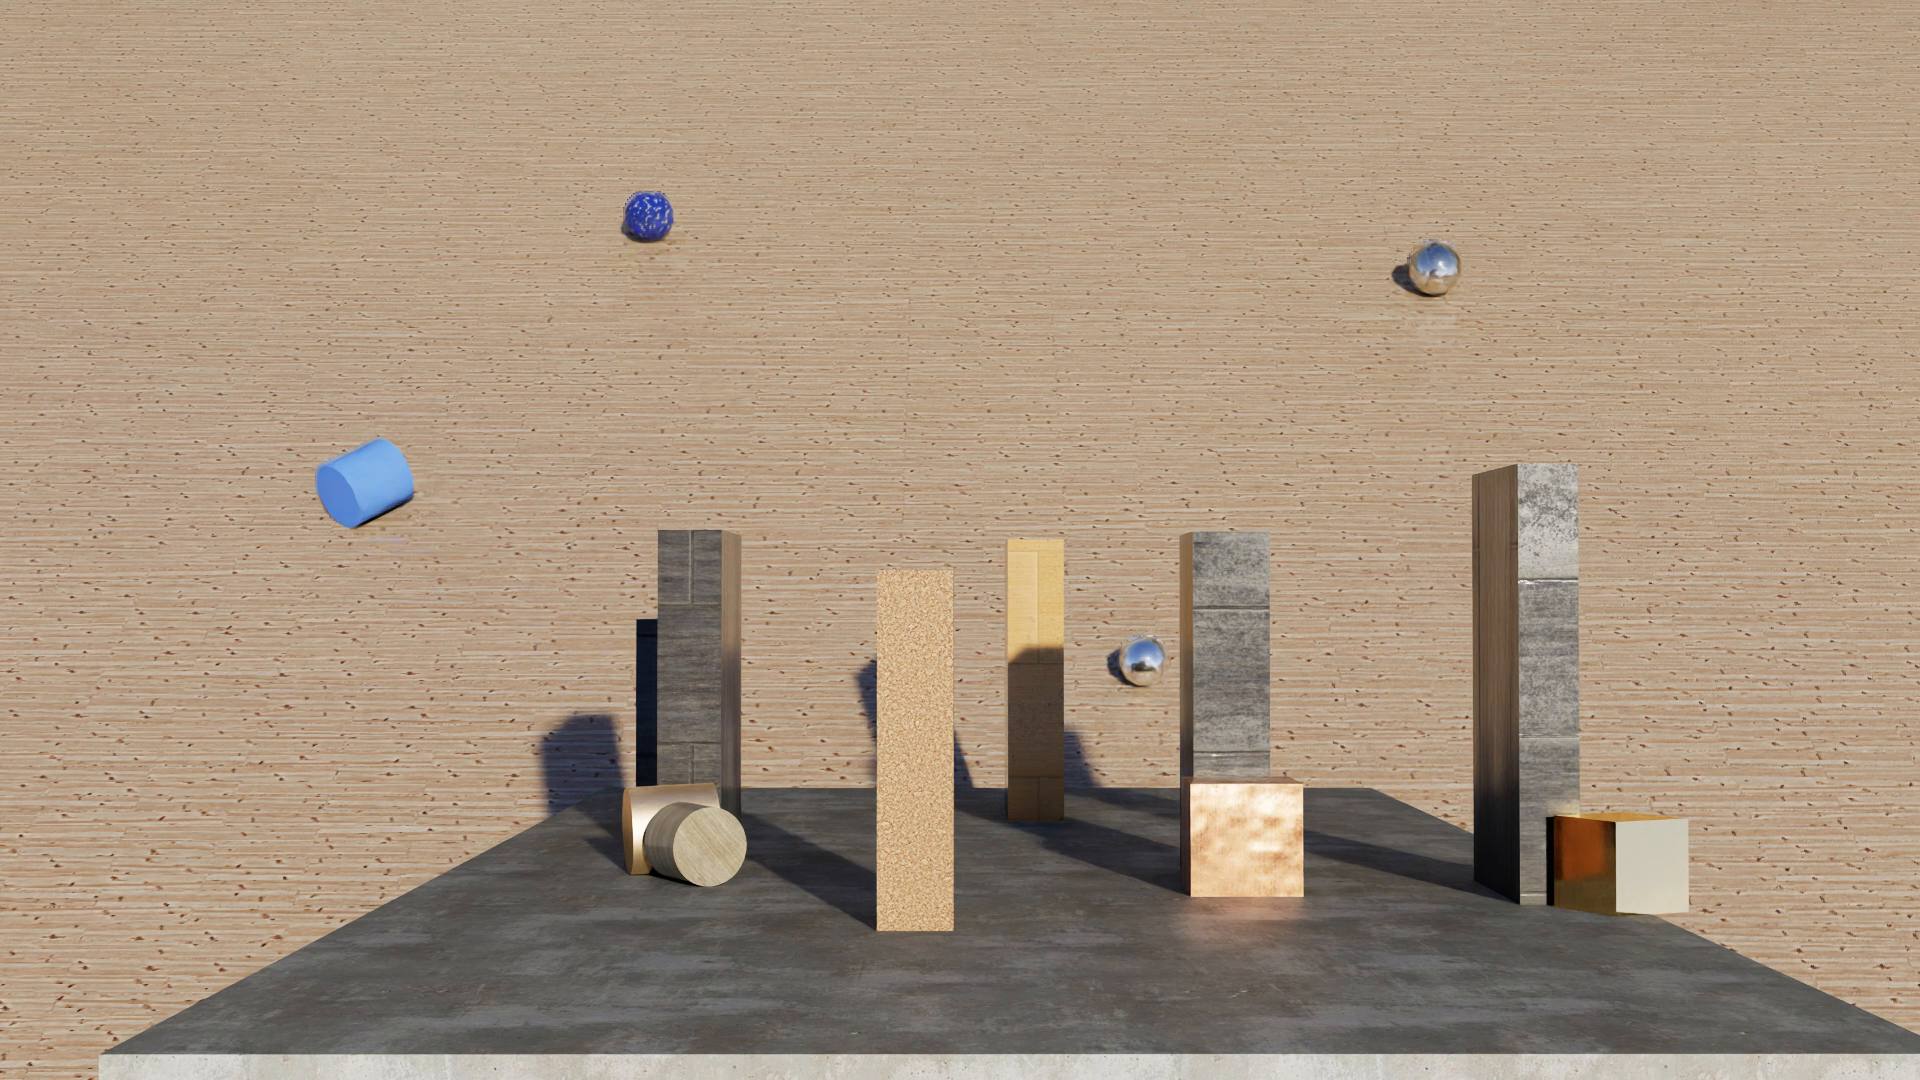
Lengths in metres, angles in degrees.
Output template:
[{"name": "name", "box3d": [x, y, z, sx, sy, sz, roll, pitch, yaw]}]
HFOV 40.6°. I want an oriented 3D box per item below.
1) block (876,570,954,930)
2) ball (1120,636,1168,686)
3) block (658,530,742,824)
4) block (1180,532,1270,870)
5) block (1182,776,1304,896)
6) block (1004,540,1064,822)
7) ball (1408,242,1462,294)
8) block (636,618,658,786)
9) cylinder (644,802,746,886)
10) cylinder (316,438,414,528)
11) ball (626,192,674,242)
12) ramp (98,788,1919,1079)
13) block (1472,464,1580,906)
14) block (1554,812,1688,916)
[{"name": "block", "box3d": [-0.066, 0.314, 3.977, 0.113, 0.533, 0.276, 0, -1, 0]}, {"name": "ball", "box3d": [0.515, 0.340, 7.268, 0.139, 0.139, 0.139, 0, 34, 0]}, {"name": "block", "box3d": [-0.495, 0.295, 4.959, 0.117, 0.618, 0.433, 0, -1, 0]}, {"name": "block", "box3d": [0.468, 0.292, 4.605, 0.132, 0.607, 0.275, 0, -1, 0]}, {"name": "block", "box3d": [0.473, 0.497, 4.370, 0.185, 0.185, 0.185, 0, -1, 0]}, {"name": "block", "box3d": [0.168, 0.316, 5.964, 0.124, 0.624, 0.443, 0, -1, 0]}, {"name": "ball", "box3d": [1.679, -0.960, 9.167, 0.186, 0.186, 0.186, 0, 34, 0]}, {"name": "block", "box3d": [-0.624, 0.393, 5.547, 0.104, 0.450, 0.277, 0, -1, 0]}, {"name": "cylinder", "box3d": [-0.458, 0.525, 4.492, 0.135, 0.135, 0.135, -20, 8, -27]}, {"name": "cylinder", "box3d": [-1.827, -0.174, 7.973, 0.208, 0.208, 0.208, 26, 42, 33]}, {"name": "ball", "box3d": [-1.137, -1.184, 9.507, 0.179, 0.179, 0.179, 0, 34, 0]}, {"name": "ramp", "box3d": [0.075, 0.650, 4.785, 2.000, 0.100, 4.000, 0, -1, 0]}, {"name": "block", "box3d": [0.945, 0.235, 4.351, 0.097, 0.708, 0.374, 0, -1, 0]}, {"name": "block", "box3d": [1.044, 0.510, 4.100, 0.146, 0.146, 0.146, 1, -2, -27]}]
